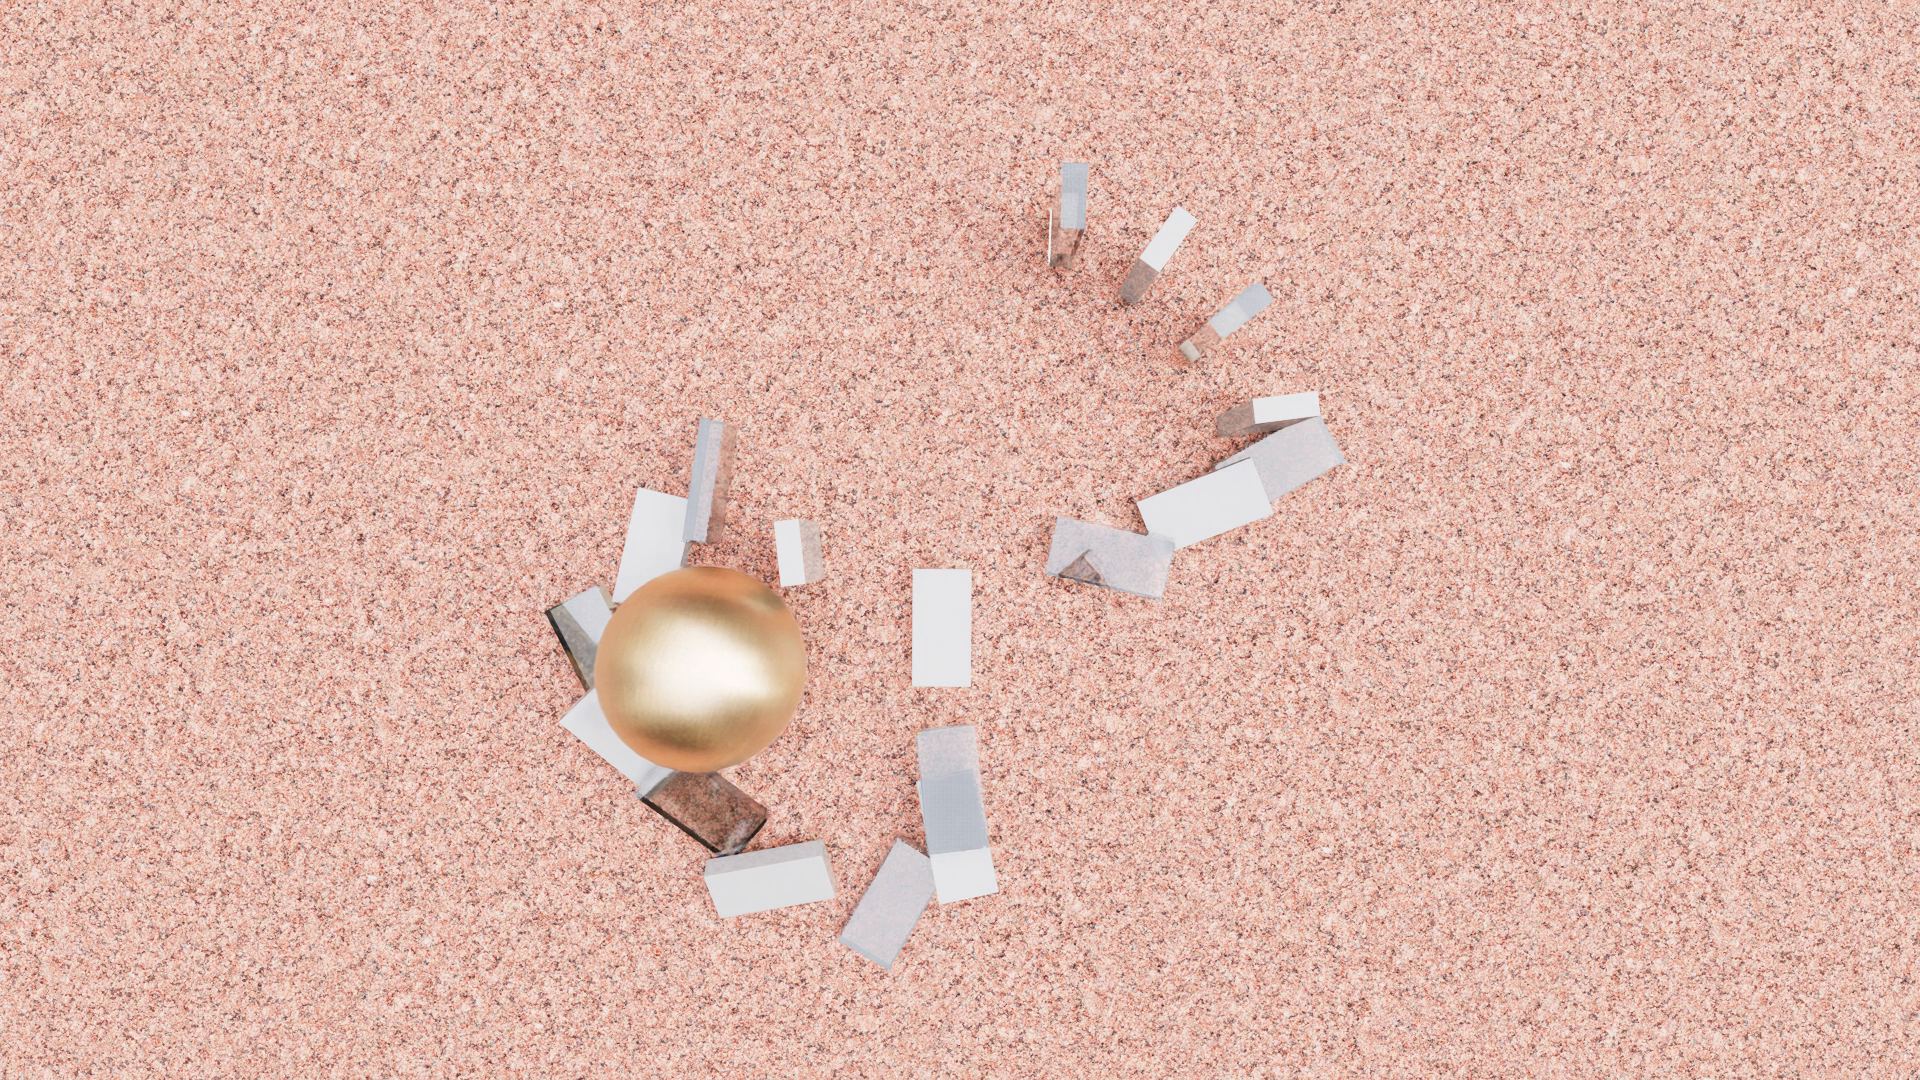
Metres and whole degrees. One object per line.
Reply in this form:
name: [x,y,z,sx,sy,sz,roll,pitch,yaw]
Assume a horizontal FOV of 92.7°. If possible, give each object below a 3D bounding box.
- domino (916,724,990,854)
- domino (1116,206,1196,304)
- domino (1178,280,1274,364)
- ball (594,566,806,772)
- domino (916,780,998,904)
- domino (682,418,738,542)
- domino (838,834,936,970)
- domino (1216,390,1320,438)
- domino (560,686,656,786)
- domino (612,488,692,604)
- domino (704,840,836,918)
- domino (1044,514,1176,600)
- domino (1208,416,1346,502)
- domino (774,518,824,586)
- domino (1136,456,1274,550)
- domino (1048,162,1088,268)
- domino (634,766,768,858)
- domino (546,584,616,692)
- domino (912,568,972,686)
domino: [-0.003,0.104,0.385,0.025,0.009,0.050,-7,73,2]
domino: [0.080,-0.115,0.375,0.009,0.050,0.025,36,90,0]
domino: [0.107,-0.088,0.375,0.025,0.050,0.010,-38,90,0]
ball: [-0.101,0.050,0.360,0.080,0.080,0.080,0,90,0]
domino: [-0.001,0.125,0.388,0.025,0.009,0.050,-12,73,0]
domino: [-0.105,-0.024,0.388,0.010,0.025,0.050,8,90,0]
domino: [-0.028,0.156,0.395,0.025,0.009,0.050,31,90,0]
domino: [0.125,-0.051,0.375,0.025,0.050,0.009,-7,90,0]
domino: [-0.140,0.083,0.388,0.025,0.009,0.050,-44,106,0]
domino: [-0.131,0.005,0.395,0.025,0.009,0.050,13,90,0]
domino: [-0.080,0.144,0.390,0.050,0.009,0.025,-10,117,0]
domino: [0.064,0.007,0.390,0.050,0.009,0.025,13,99,9]
domino: [0.136,-0.032,0.395,0.050,0.010,0.025,-29,90,0]
domino: [-0.065,0.005,0.375,0.010,0.050,0.025,-6,90,0]
domino: [0.103,-0.014,0.389,0.050,0.009,0.025,-22,92,14]
domino: [0.044,-0.132,0.375,0.009,0.050,0.025,2,90,0]
domino: [-0.109,0.112,0.390,0.050,0.009,0.025,41,91,-13]
domino: [-0.155,0.047,0.395,0.025,0.010,0.050,-27,90,0]
domino: [-0.008,0.037,0.395,0.025,0.010,0.050,0,90,0]
